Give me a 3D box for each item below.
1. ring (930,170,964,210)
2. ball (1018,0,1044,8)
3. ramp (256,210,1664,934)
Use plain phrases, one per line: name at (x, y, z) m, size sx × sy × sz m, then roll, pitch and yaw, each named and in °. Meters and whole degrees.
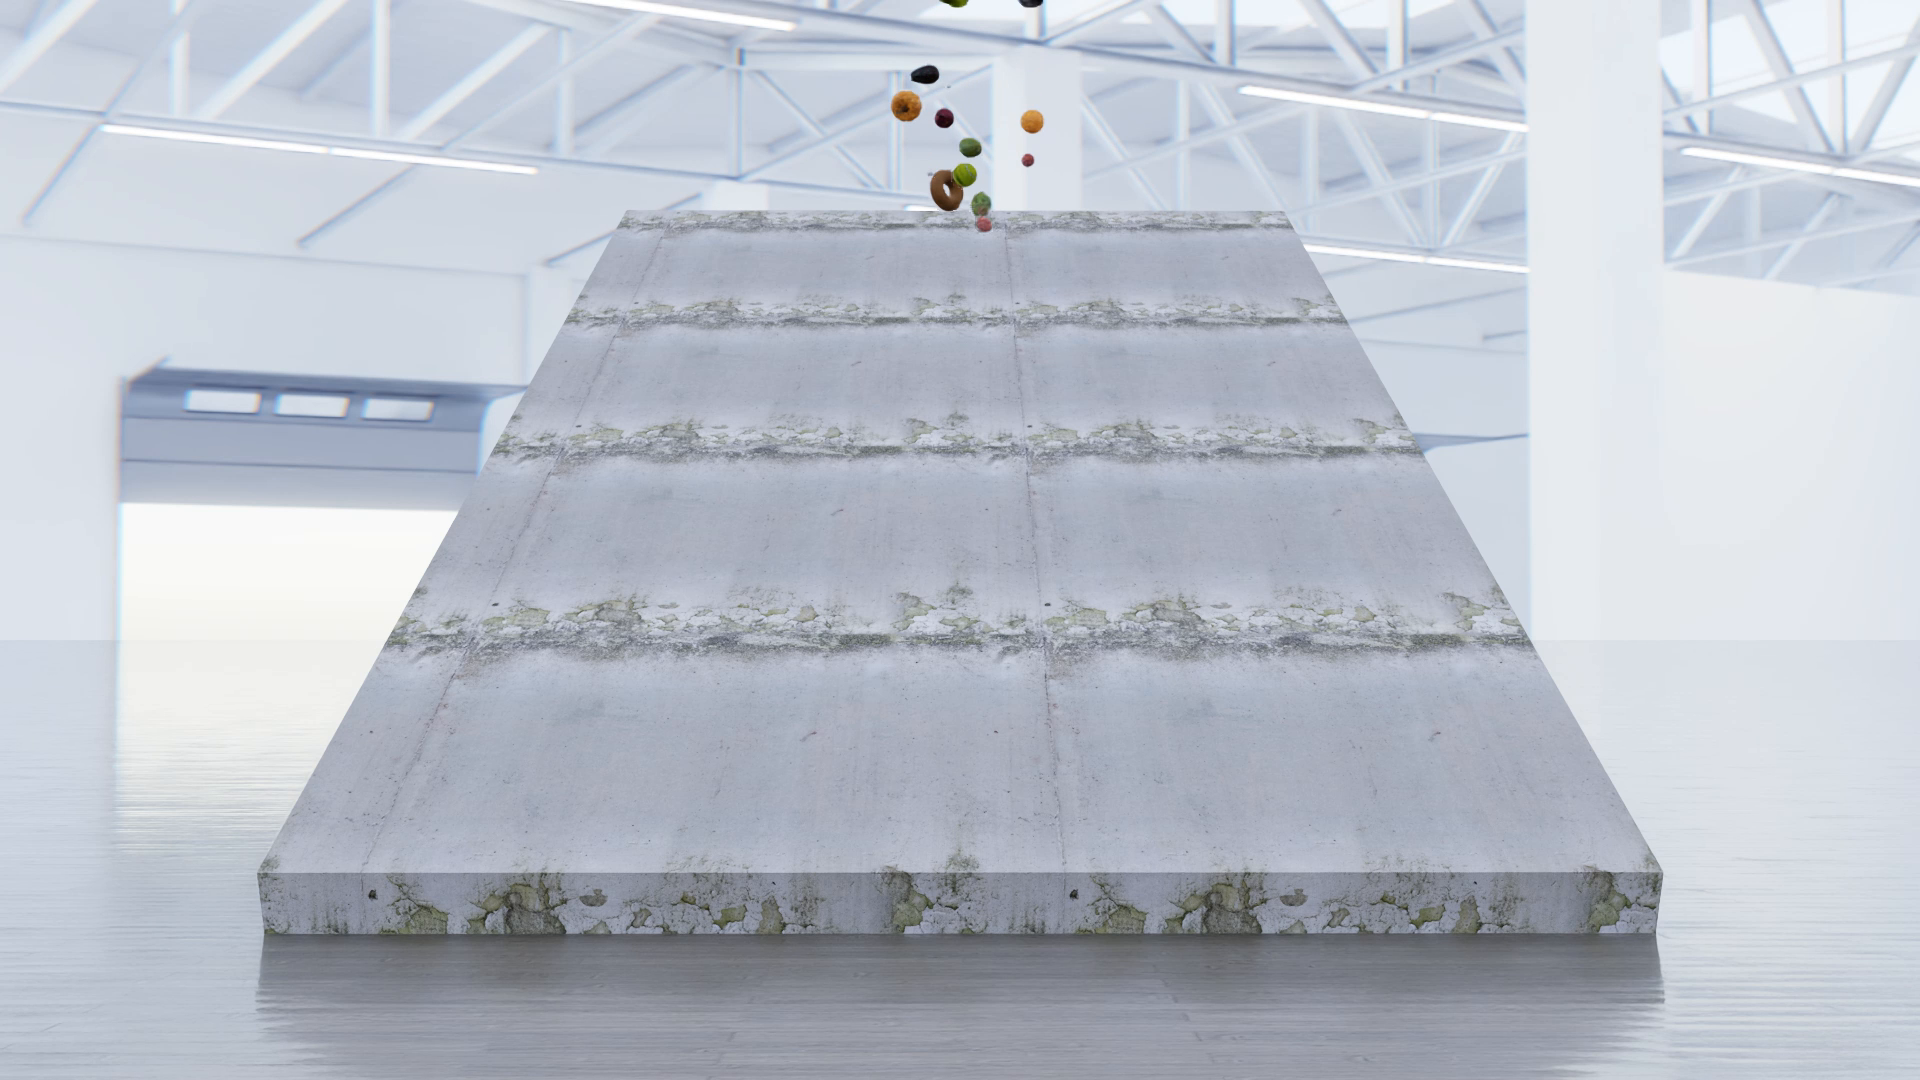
ring at (-0.041, -1.063, 6.961) m, size 0.043 × 0.128 × 0.128 m, roll -9°, pitch -8°, yaw 43°
ball at (0.204, -1.572, 6.581) m, size 0.088 × 0.088 × 0.088 m, roll 0°, pitch -2°, yaw 0°
ramp at (-0.006, -0.219, 5.134) m, size 2.000 × 0.100 × 4.000 m, roll 0°, pitch 22°, yaw 0°
